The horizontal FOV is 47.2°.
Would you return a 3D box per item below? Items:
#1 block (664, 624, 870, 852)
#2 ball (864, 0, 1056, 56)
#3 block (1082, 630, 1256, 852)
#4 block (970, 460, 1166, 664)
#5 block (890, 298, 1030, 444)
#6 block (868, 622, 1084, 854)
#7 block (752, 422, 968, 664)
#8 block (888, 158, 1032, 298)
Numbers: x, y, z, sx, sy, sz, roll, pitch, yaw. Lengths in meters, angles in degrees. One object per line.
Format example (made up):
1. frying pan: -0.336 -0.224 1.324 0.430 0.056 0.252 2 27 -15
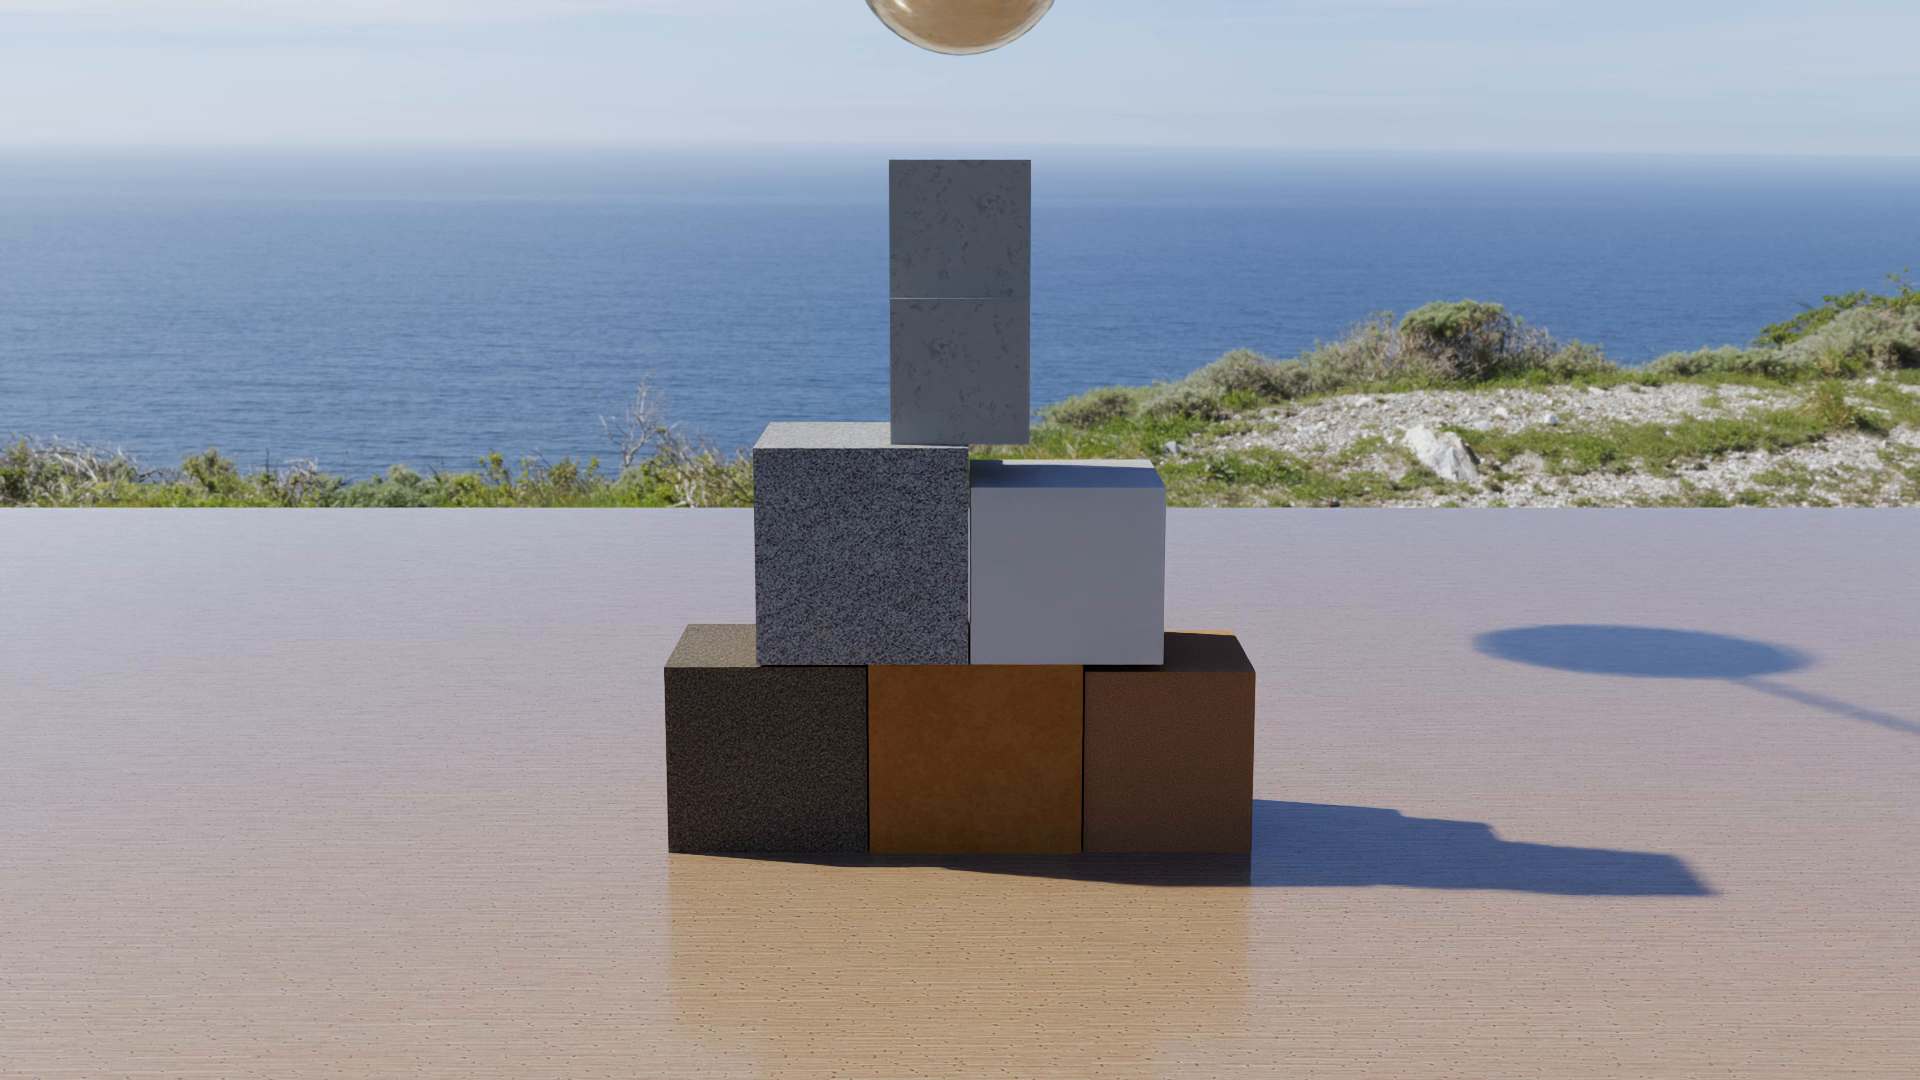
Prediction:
1. block: -0.958 1.005 11.380 0.995 0.951 0.984 0 10 0
2. ball: 0.000 -4.251 15.596 1.600 1.600 1.600 0 10 0
3. block: 1.035 1.021 11.363 0.841 0.926 0.938 0 10 0
4. block: 0.524 0.094 11.180 0.946 0.878 0.948 0 10 0
5. block: 0.000 -0.876 11.002 0.677 0.707 0.696 0 10 0
6. block: 0.077 1.001 11.352 1.055 0.969 0.966 0 10 0
7. block: -0.478 -0.004 11.175 1.039 1.072 0.993 0 10 0
8. block: 0.000 -1.554 10.902 0.681 0.662 0.619 0 10 0
